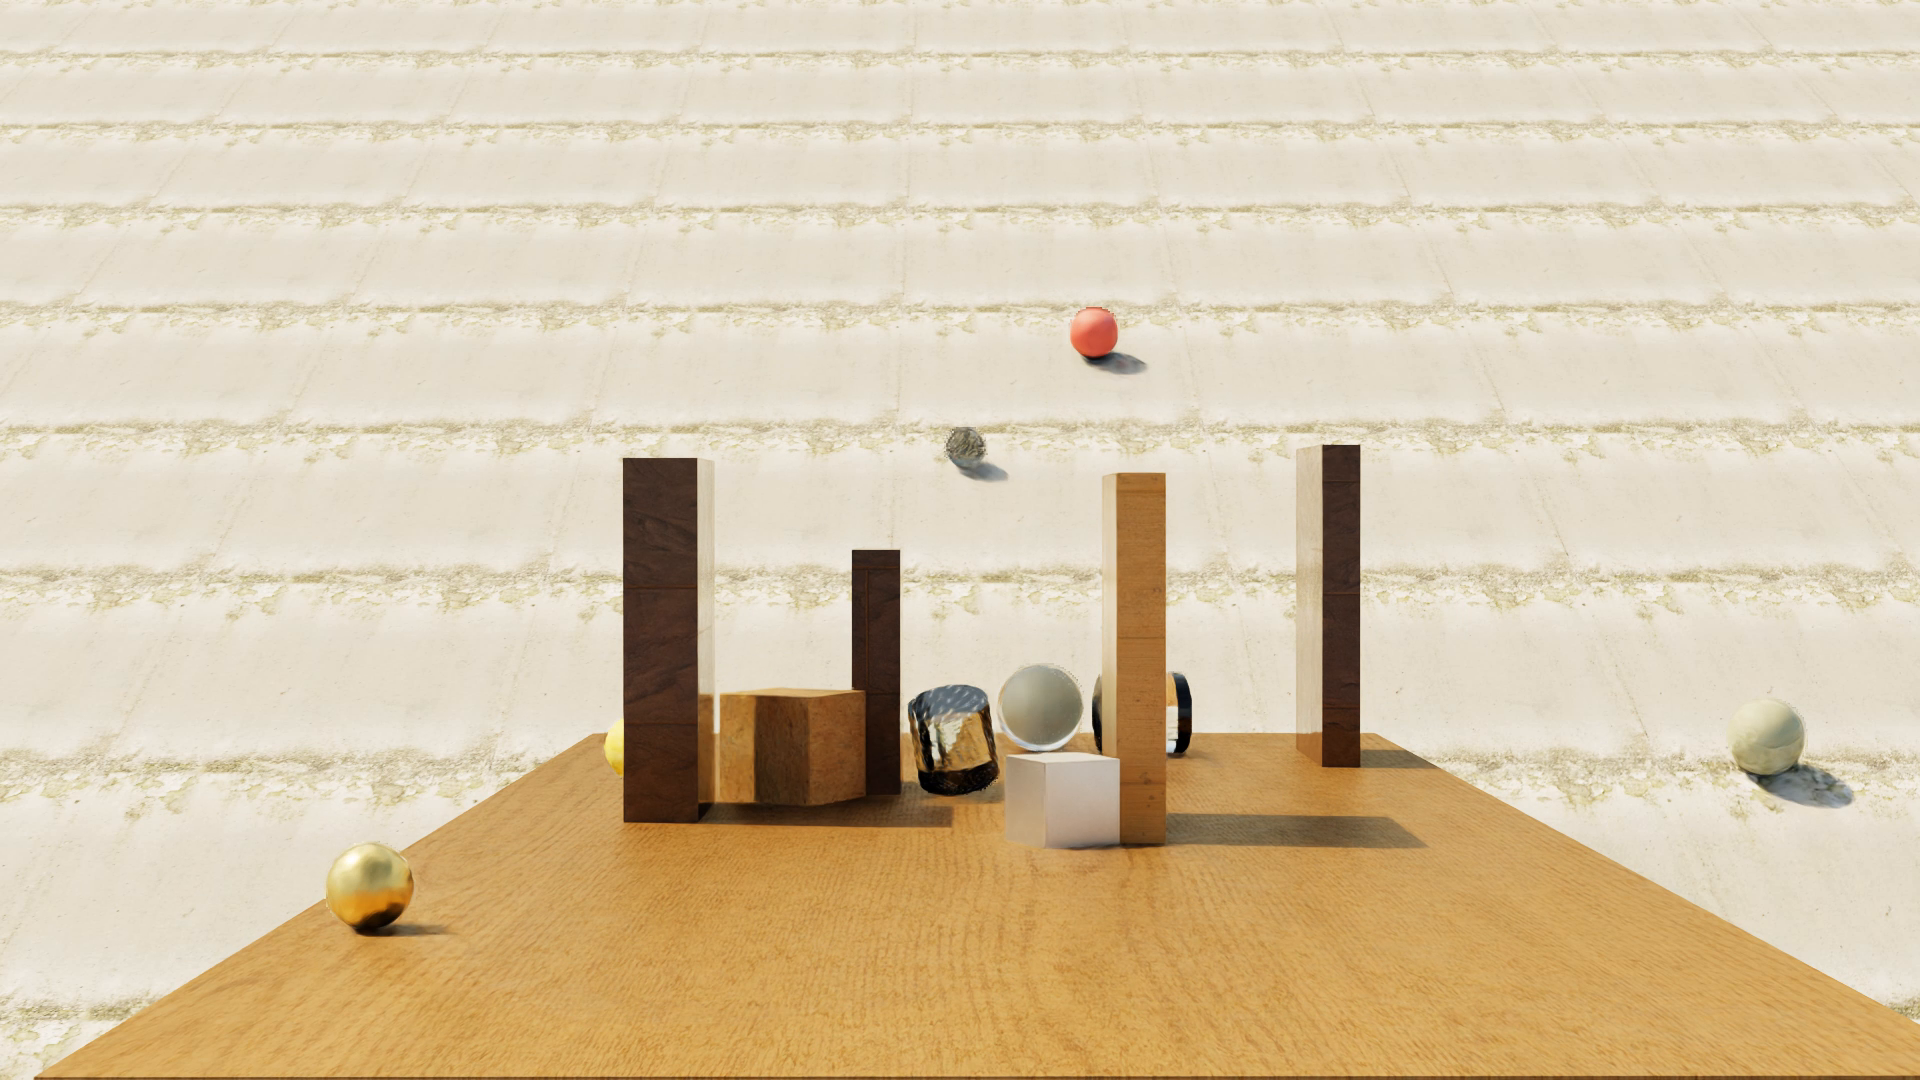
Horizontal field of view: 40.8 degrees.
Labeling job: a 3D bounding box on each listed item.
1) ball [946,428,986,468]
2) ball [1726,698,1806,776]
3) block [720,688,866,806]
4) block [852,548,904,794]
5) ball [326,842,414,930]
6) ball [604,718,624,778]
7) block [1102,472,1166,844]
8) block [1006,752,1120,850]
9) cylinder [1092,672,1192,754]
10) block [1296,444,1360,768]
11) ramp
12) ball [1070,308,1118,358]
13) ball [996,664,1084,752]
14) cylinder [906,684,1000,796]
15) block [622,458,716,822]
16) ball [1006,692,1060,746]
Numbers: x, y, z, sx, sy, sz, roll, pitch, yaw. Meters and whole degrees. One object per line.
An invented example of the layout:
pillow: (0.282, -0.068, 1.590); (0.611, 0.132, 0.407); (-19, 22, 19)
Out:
ball: (0.018, -0.290, 8.135); (0.126, 0.126, 0.126); (0, 28, 0)
ball: (2.051, 0.501, 6.575); (0.194, 0.194, 0.194); (0, 28, 0)
block: (-0.330, 0.407, 5.123); (0.210, 0.210, 0.210); (0, 1, 30)
block: (-0.168, 0.263, 5.309); (0.098, 0.492, 0.264); (0, 1, 0)
ball: (-0.805, 0.472, 3.524); (0.117, 0.117, 0.117); (0, 28, 0)
ball: (-0.679, 0.437, 5.454); (0.141, 0.141, 0.141); (0, 28, 0)
block: (0.310, 0.199, 4.645); (0.084, 0.635, 0.444); (0, 1, 0)
block: (0.176, 0.446, 4.446); (0.146, 0.146, 0.146); (0, 1, -26)
cylinder: (0.424, 0.405, 6.036); (0.190, 0.190, 0.190); (0, 28, -12)
block: (0.844, 0.144, 5.942); (0.085, 0.715, 0.441); (0, 1, 0)
ramp: (0.063, 0.567, 4.608); (2.000, 0.100, 4.000); (0, 1, 0)
ball: (0.460, -0.710, 8.878); (0.169, 0.169, 0.169); (0, 28, 0)
ball: (0.189, 0.396, 6.091); (0.207, 0.207, 0.207); (0, 28, 0)
cylinder: (-0.013, 0.402, 5.204); (0.164, 0.164, 0.164); (-8, 23, 3)
block: (-0.547, 0.181, 4.885); (0.137, 0.667, 0.333); (0, 1, 0)
ball: (0.177, 0.432, 6.262); (0.131, 0.131, 0.131); (0, 28, 0)
